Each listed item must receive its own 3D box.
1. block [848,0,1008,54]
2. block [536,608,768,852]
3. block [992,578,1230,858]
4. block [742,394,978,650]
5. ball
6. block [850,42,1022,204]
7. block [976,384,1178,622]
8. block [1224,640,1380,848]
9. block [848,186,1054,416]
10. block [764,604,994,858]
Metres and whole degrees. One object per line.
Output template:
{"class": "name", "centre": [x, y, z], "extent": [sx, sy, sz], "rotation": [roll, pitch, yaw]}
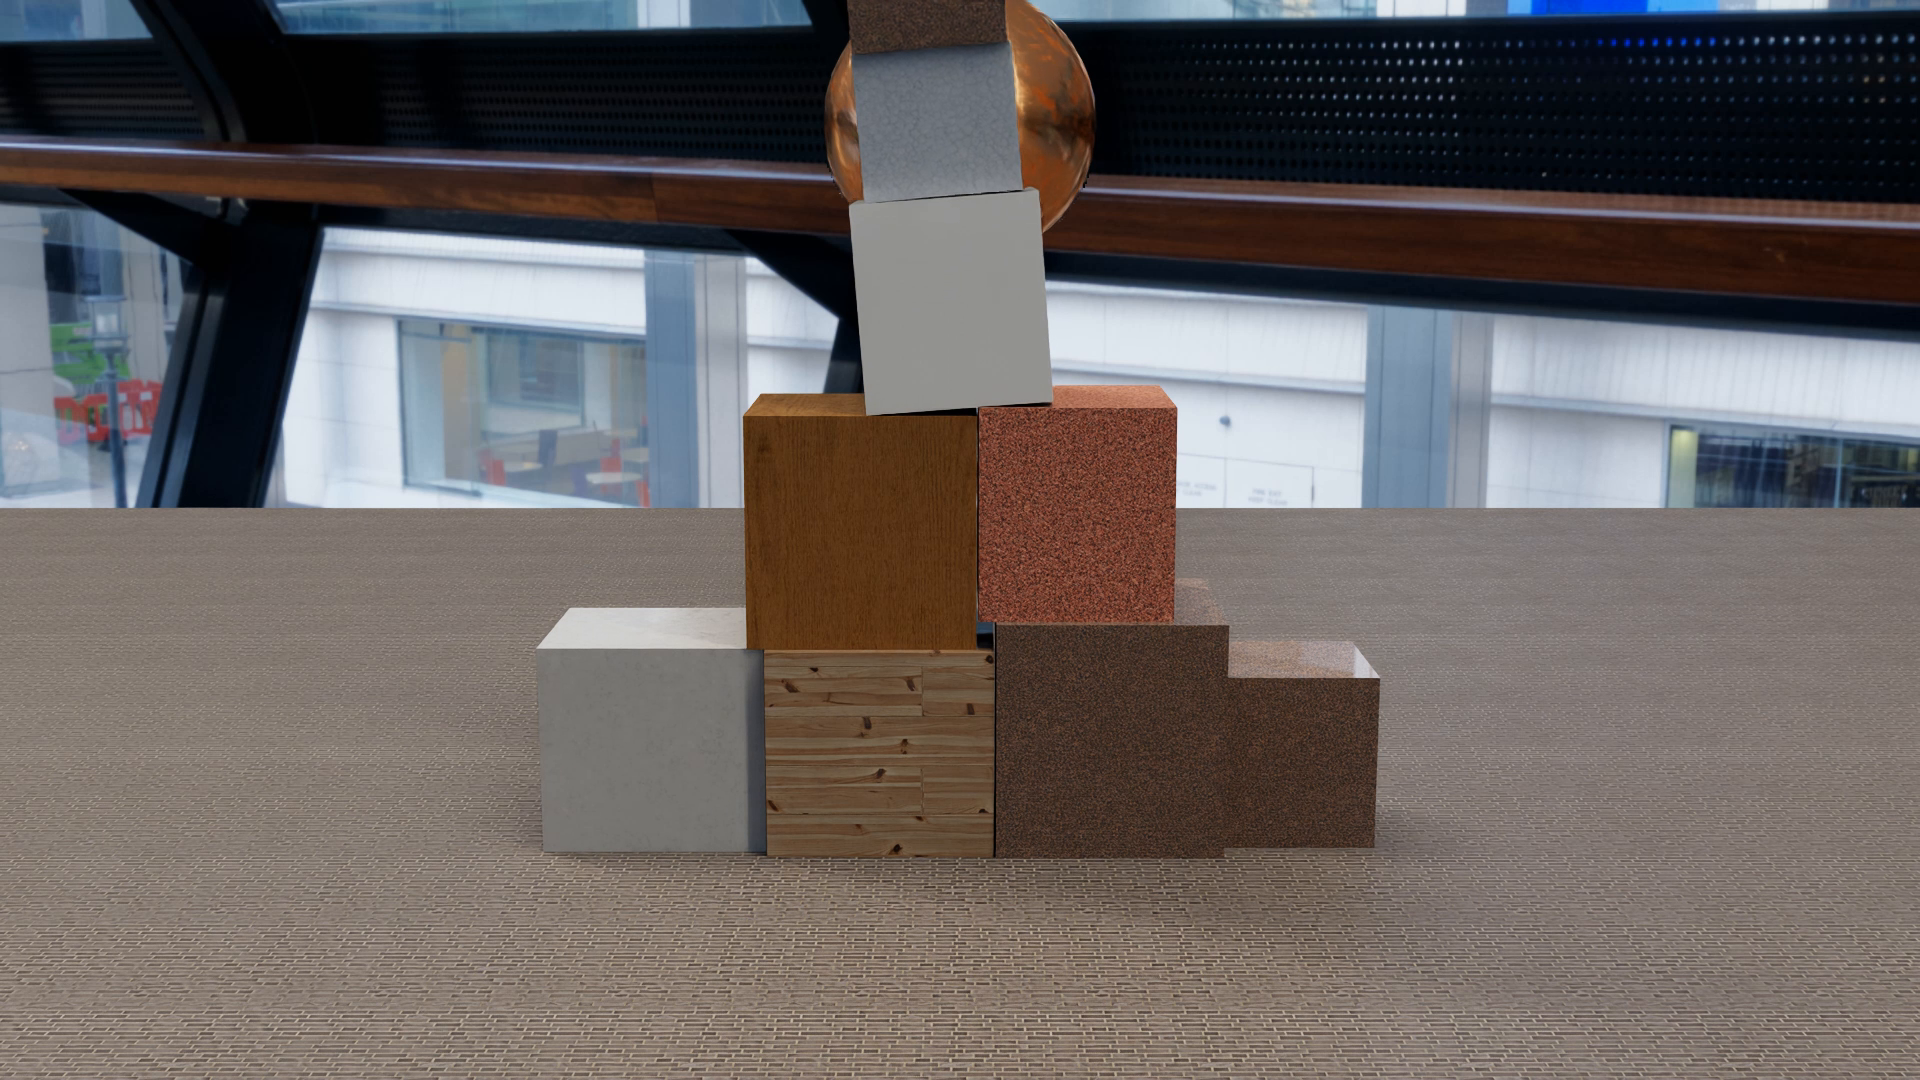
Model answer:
{"class": "block", "centre": [-0.172, -2.744, 10.700], "extent": [0.736, 0.718, 0.852], "rotation": [-5, 10, 1]}
{"class": "block", "centre": [-1.525, 0.960, 11.369], "extent": [1.116, 1.043, 0.956], "rotation": [0, 10, 0]}
{"class": "block", "centre": [0.743, 0.891, 11.361], "extent": [1.130, 1.181, 1.166], "rotation": [0, 10, 0]}
{"class": "block", "centre": [-0.482, -0.116, 11.160], "extent": [1.127, 1.151, 0.970], "rotation": [0, 10, 0]}
{"class": "ball", "centre": [0.000, -2.429, 12.847], "extent": [1.600, 1.600, 1.600], "rotation": [0, 10, 0]}
{"class": "block", "centre": [-0.108, -2.046, 10.802], "extent": [0.760, 0.698, 0.729], "rotation": [-5, 10, 1]}
{"class": "block", "centre": [0.569, -0.207, 11.156], "extent": [0.956, 1.053, 1.000], "rotation": [0, 10, 0]}
{"class": "block", "centre": [1.700, 1.042, 11.378], "extent": [0.764, 0.878, 0.816], "rotation": [0, 10, 0]}
{"class": "block", "centre": [-0.039, -1.206, 10.946], "extent": [0.904, 1.006, 0.897], "rotation": [-4, 10, 1]}
{"class": "block", "centre": [-0.394, 0.961, 11.369], "extent": [1.125, 1.041, 1.123], "rotation": [0, 10, 0]}
